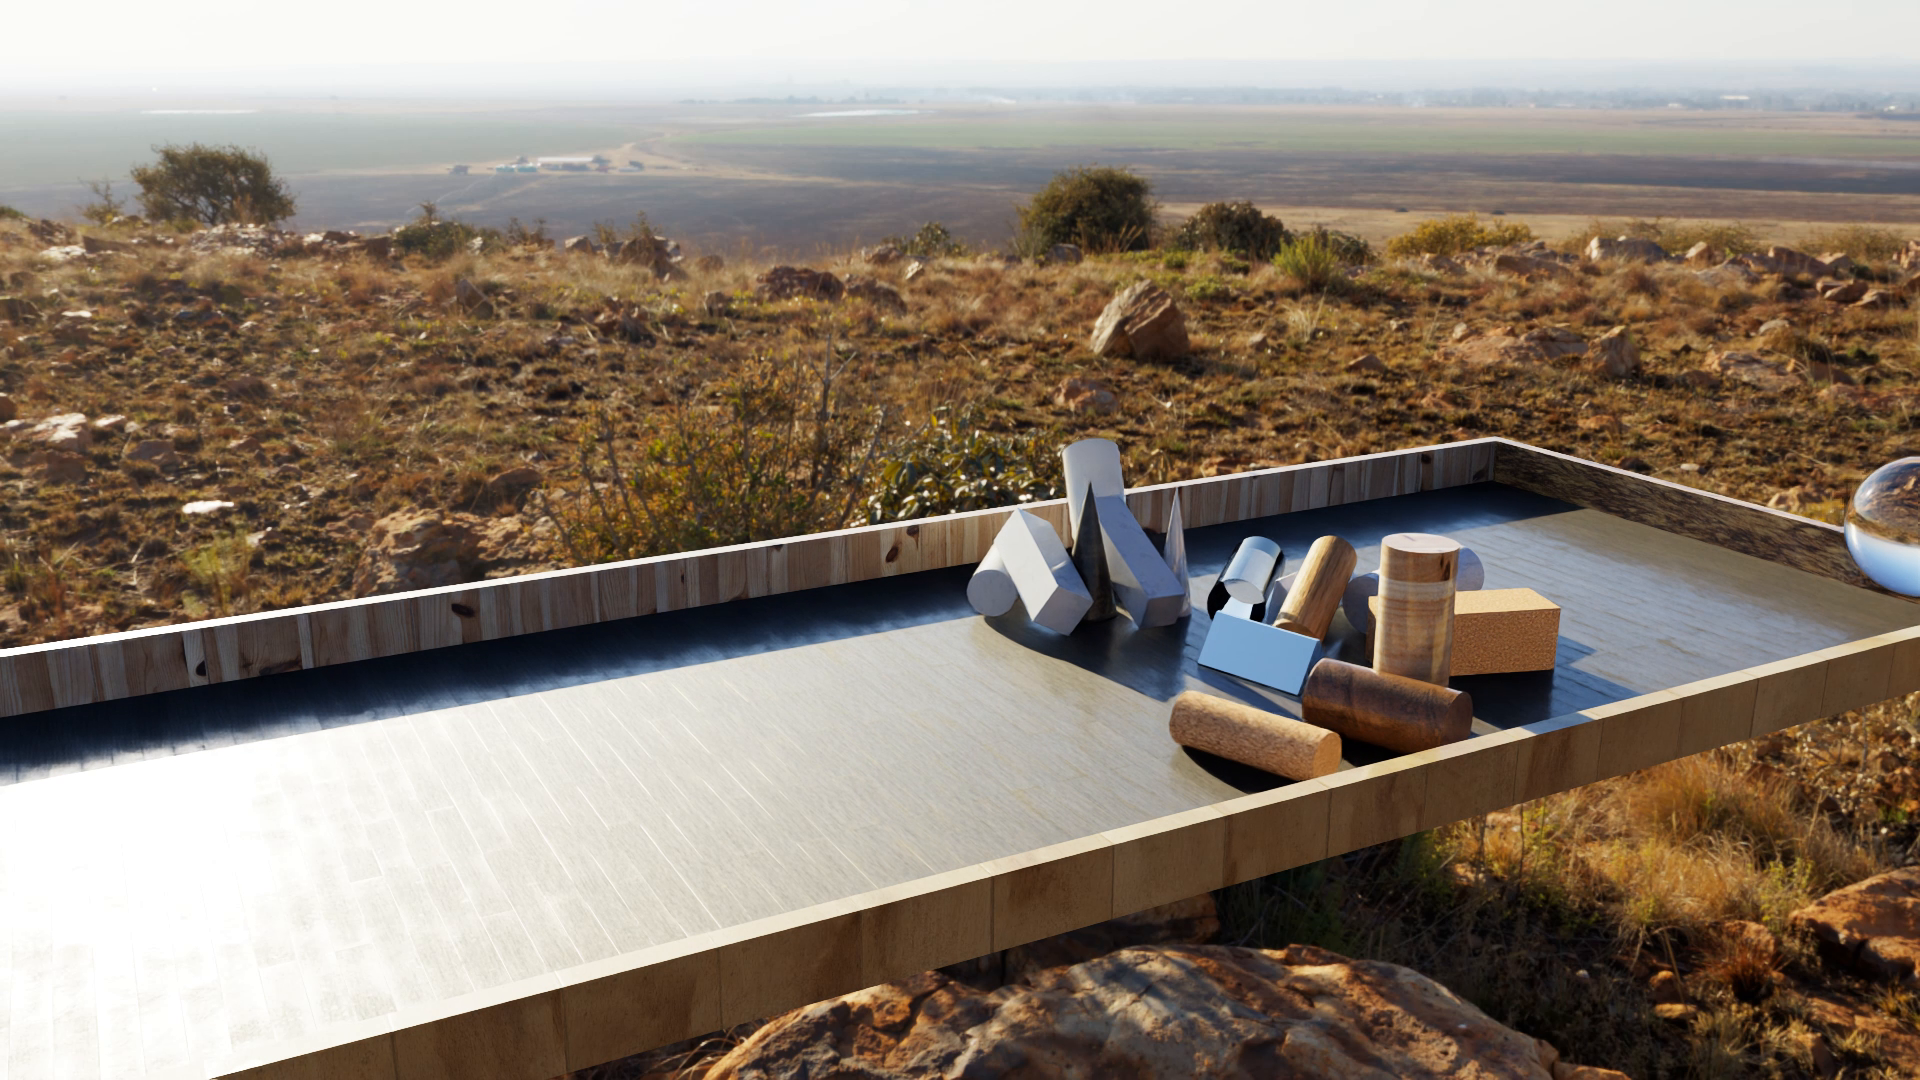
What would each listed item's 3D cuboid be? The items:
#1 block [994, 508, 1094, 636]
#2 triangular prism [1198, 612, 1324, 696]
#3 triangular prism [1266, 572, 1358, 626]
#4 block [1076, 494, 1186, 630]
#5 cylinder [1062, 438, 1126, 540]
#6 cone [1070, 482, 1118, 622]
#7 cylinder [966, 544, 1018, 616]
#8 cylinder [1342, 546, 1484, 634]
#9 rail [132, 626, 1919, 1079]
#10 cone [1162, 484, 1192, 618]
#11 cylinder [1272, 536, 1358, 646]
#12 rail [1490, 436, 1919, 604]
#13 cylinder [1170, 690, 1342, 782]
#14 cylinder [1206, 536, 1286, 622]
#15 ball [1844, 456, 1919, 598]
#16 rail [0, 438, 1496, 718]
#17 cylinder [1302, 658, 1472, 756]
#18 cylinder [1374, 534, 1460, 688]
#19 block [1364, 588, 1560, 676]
[{"bbox_3d":[0.228,0.084,4.585,0.124,0.124,0.412,24,22,-27],"label":"block"},{"bbox_3d":[0.773,0.276,4.177,0.148,0.128,0.310,-15,22,-42],"label":"triangular prism"},{"bbox_3d":[0.990,0.134,4.606,0.140,0.122,0.331,-11,4,45],"label":"triangular prism"},{"bbox_3d":[0.476,0.057,4.653,0.114,0.114,0.431,-7,43,-22],"label":"block"},{"bbox_3d":[0.416,-0.096,4.975,0.172,0.383,0.172,-4,-26,-2],"label":"cylinder"},{"bbox_3d":[0.359,0.017,4.598,0.170,0.393,0.170,0,16,0],"label":"cone"},{"bbox_3d":[0.121,0.101,4.763,0.139,0.139,0.334,3,17,11],"label":"cylinder"},{"bbox_3d":[1.269,0.135,4.606,0.449,0.163,0.163,-14,21,-40],"label":"cylinder"},{"bbox_3d":[-2.336,1.006,1.665,12.000,0.150,0.050,-9,18,-27],"label":"rail"},{"bbox_3d":[0.602,0.022,4.621,0.114,0.372,0.114,0,16,0],"label":"cone"},{"bbox_3d":[0.943,0.155,4.396,0.132,0.132,0.442,7,33,24],"label":"cylinder"},{"bbox_3d":[2.466,-0.048,5.253,0.050,0.150,2.100,-9,18,-27],"label":"rail"},{"bbox_3d":[0.650,0.437,3.649,0.365,0.124,0.124,14,21,40],"label":"cylinder"},{"bbox_3d":[0.811,0.123,4.653,0.159,0.159,0.425,5,17,17],"label":"cylinder"},{"bbox_3d":[2.643,-0.037,4.521,0.390,0.390,0.390,0,16,0],"label":"ball"},{"bbox_3d":[-3.305,0.497,3.399,12.000,0.150,0.050,-9,18,-27],"label":"rail"},{"bbox_3d":[0.966,0.387,3.736,0.335,0.170,0.170,13,21,38],"label":"cylinder"},{"bbox_3d":[1.058,0.216,3.843,0.173,0.434,0.173,0,15,0],"label":"cylinder"},{"bbox_3d":[1.291,0.239,4.247,0.443,0.166,0.166,-3,17,-9],"label":"block"}]
